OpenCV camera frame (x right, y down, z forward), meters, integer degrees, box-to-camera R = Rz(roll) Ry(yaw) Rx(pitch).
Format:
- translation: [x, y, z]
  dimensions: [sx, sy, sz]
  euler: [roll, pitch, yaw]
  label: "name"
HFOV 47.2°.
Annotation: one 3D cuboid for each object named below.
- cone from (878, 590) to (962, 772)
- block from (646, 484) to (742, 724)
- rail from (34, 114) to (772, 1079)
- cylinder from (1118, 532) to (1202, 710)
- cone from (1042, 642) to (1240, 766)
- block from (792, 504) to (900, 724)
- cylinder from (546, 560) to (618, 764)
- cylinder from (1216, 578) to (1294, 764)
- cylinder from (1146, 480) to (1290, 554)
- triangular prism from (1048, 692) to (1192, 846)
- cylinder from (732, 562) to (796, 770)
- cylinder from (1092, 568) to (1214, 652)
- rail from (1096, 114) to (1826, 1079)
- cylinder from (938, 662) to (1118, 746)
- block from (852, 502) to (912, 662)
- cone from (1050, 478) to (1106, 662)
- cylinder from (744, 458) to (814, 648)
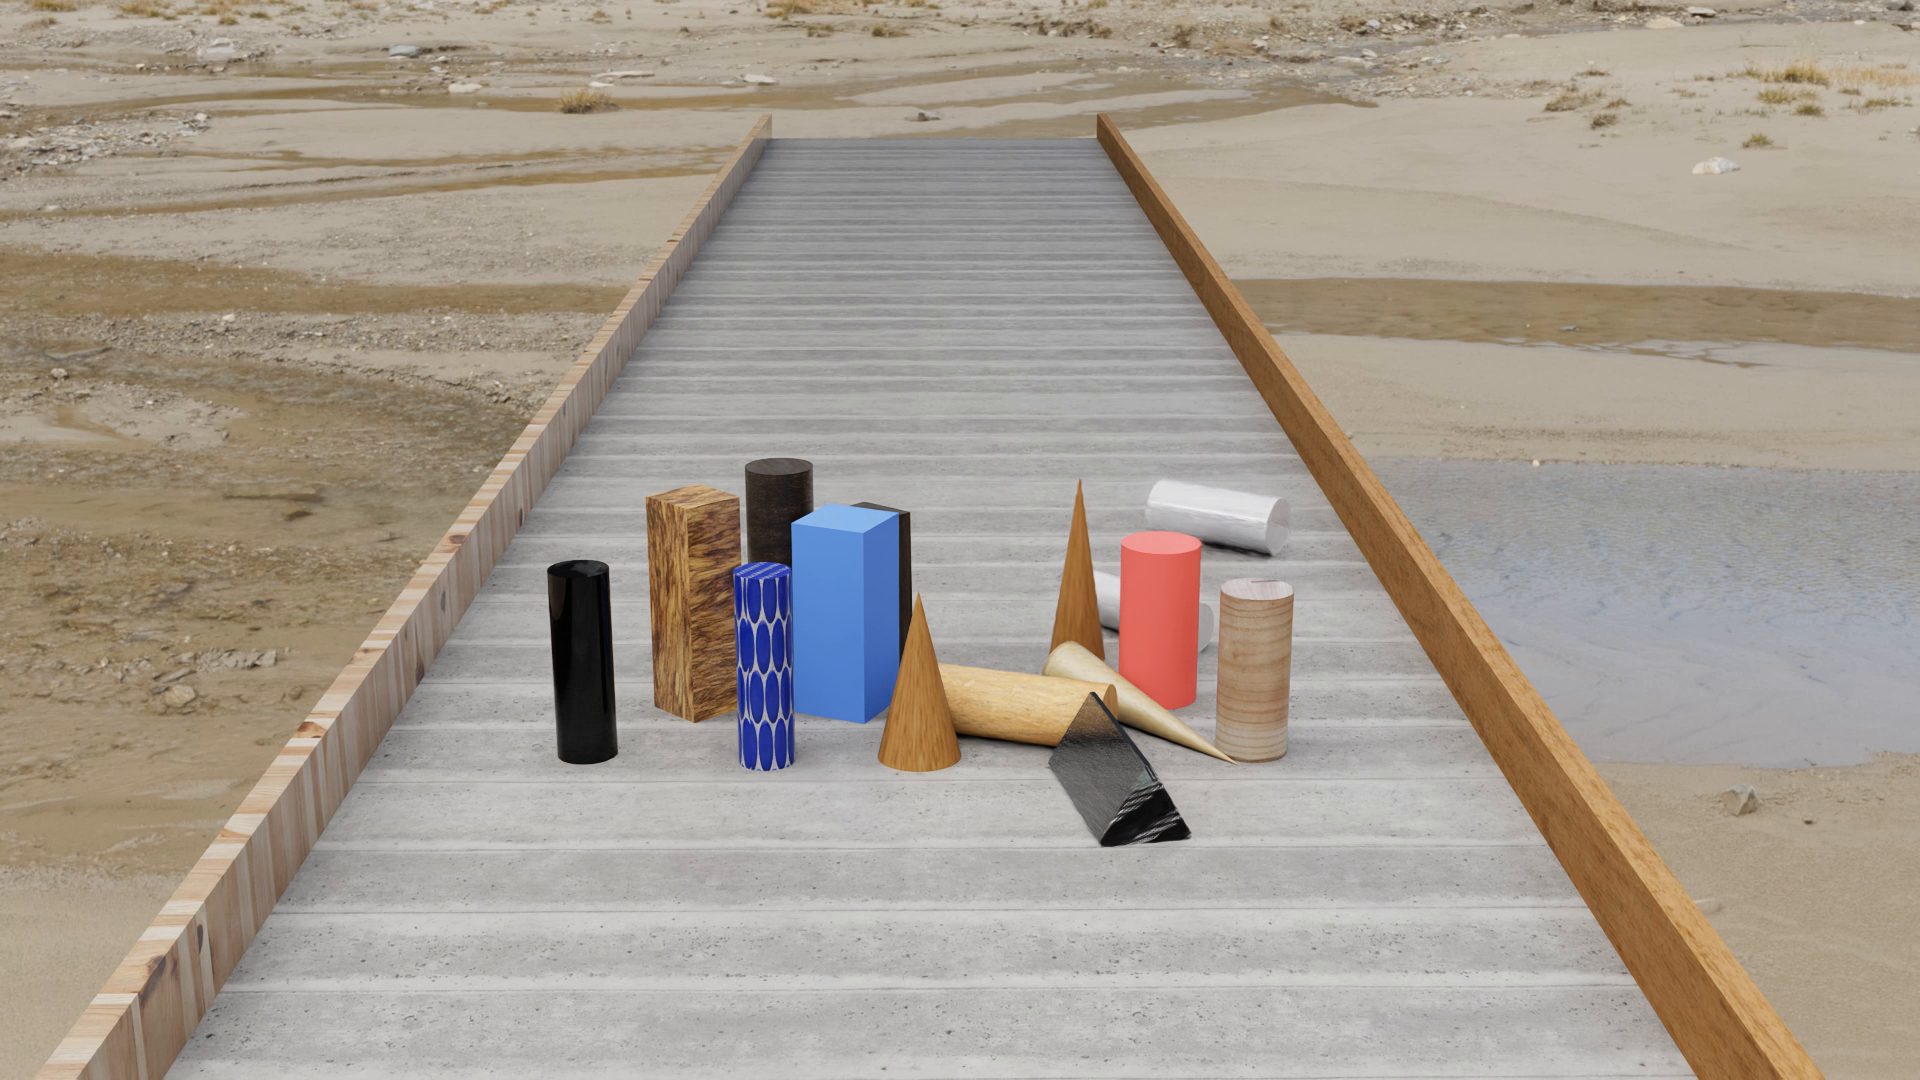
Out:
- translation: [-0.072, 0.236, 3.885]
  dimensions: [0.149, 0.312, 0.149]
  euler: [0, 17, 0]
  label: "cone"
- translation: [-0.492, 0.118, 4.106]
  dimensions: [0.122, 0.413, 0.122]
  euler: [-16, 23, -42]
  label: "block"
- translation: [-1.118, -0.838, 7.780]
  dimensions: [0.050, 0.150, 12.000]
  euler: [0, 17, -1]
  label: "rail"
- translation: [0.378, 0.152, 4.176]
  dimensions: [0.150, 0.307, 0.150]
  euler: [0, 17, 0]
  label: "cylinder"
- translation: [0.347, 0.323, 4.039]
  dimensions: [0.116, 0.116, 0.460]
  euler: [-14, 29, -39]
  label: "cone"
- translation: [-0.212, 0.136, 4.118]
  dimensions: [0.147, 0.370, 0.147]
  euler: [8, 18, 23]
  label: "block"
- translation: [-0.667, 0.216, 3.892]
  dimensions: [0.108, 0.346, 0.108]
  euler: [0, 17, 0]
  label: "cylinder"
- translation: [0.523, 0.232, 3.915]
  dimensions: [0.129, 0.304, 0.129]
  euler: [0, 17, 0]
  label: "cylinder"
- translation: [0.607, -0.054, 5.177]
  dimensions: [0.311, 0.132, 0.132]
  euler: [10, 19, 31]
  label: "cylinder"
- translation: [0.267, 0.377, 3.712]
  dimensions: [0.154, 0.133, 0.346]
  euler: [-3, 17, -11]
  label: "triangular prism"
- translation: [-0.343, 0.222, 3.860]
  dimensions: [0.101, 0.353, 0.101]
  euler: [0, 17, 0]
  label: "cylinder"
- translation: [0.367, 0.145, 4.548]
  dimensions: [0.108, 0.108, 0.328]
  euler: [-14, 22, -40]
  label: "cylinder"
- translation: [0.932, -0.844, 7.801]
  dimensions: [0.050, 0.150, 12.000]
  euler: [0, 17, -1]
  label: "rail"
- translation: [0.083, 0.301, 3.999]
  dimensions: [0.388, 0.124, 0.124]
  euler: [6, 18, 19]
  label: "cylinder"
- translation: [-0.182, 0.107, 4.282]
  dimensions: [0.125, 0.331, 0.125]
  euler: [13, 21, 40]
  label: "block"
- translation: [0.236, 0.054, 4.376]
  dimensions: [0.114, 0.381, 0.114]
  euler: [0, 16, 0]
  label: "cone"
- translation: [-0.356, 0.044, 4.384]
  dimensions: [0.134, 0.396, 0.134]
  euler: [0, 17, 0]
  label: "cylinder"
